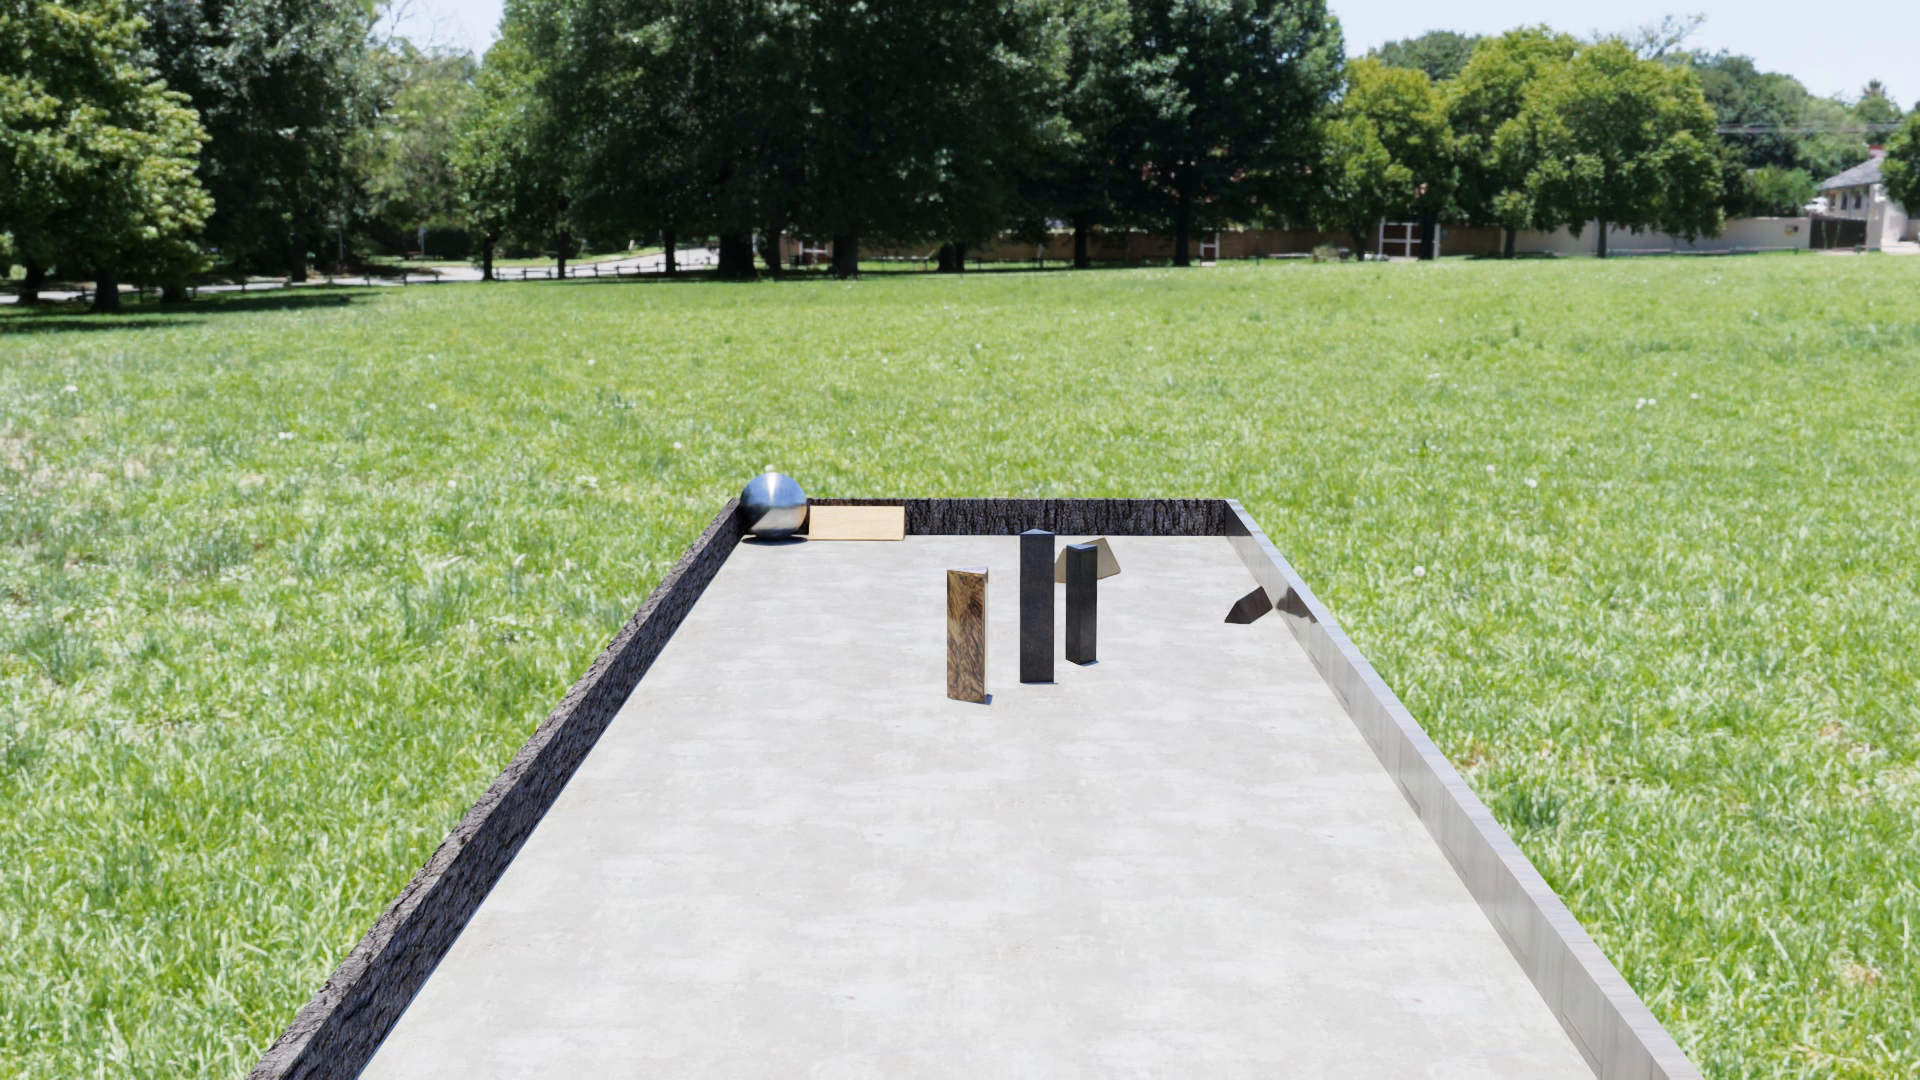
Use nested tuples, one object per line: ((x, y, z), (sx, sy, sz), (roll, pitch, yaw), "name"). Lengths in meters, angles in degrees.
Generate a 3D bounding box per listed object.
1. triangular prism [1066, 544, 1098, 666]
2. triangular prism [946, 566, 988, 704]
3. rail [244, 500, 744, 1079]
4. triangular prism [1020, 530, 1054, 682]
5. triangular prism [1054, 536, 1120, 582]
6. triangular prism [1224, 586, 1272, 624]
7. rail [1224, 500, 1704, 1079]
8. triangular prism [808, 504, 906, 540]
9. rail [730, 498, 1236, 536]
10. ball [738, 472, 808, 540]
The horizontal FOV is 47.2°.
((0.355, 0.193, 6.660), (0.081, 0.355, 0.094), (7, 11, 37), "triangular prism")
((0.046, 0.262, 6.186), (0.127, 0.367, 0.110), (6, 11, 35), "triangular prism")
((-1.004, 0.839, 3.234), (0.050, 0.150, 12.000), (0, 9, 1), "rail")
((0.220, 0.191, 6.405), (0.100, 0.438, 0.086), (-1, 9, -4), "triangular prism")
((0.460, 0.071, 8.131), (0.148, 0.128, 0.306), (5, 10, 31), "triangular prism")
((0.973, 0.215, 7.398), (0.087, 0.075, 0.306), (4, 10, 22), "triangular prism")
((1.046, 0.843, 3.208), (0.050, 0.150, 12.000), (0, 9, 1), "rail")
((-0.421, -0.075, 9.048), (0.385, 0.129, 0.149), (3, 14, 3), "triangular prism")
((0.099, -0.098, 9.147), (2.100, 0.150, 0.050), (0, 9, 1), "rail")
((-0.764, -0.137, 8.986), (0.278, 0.278, 0.278), (0, 9, 0), "ball")
